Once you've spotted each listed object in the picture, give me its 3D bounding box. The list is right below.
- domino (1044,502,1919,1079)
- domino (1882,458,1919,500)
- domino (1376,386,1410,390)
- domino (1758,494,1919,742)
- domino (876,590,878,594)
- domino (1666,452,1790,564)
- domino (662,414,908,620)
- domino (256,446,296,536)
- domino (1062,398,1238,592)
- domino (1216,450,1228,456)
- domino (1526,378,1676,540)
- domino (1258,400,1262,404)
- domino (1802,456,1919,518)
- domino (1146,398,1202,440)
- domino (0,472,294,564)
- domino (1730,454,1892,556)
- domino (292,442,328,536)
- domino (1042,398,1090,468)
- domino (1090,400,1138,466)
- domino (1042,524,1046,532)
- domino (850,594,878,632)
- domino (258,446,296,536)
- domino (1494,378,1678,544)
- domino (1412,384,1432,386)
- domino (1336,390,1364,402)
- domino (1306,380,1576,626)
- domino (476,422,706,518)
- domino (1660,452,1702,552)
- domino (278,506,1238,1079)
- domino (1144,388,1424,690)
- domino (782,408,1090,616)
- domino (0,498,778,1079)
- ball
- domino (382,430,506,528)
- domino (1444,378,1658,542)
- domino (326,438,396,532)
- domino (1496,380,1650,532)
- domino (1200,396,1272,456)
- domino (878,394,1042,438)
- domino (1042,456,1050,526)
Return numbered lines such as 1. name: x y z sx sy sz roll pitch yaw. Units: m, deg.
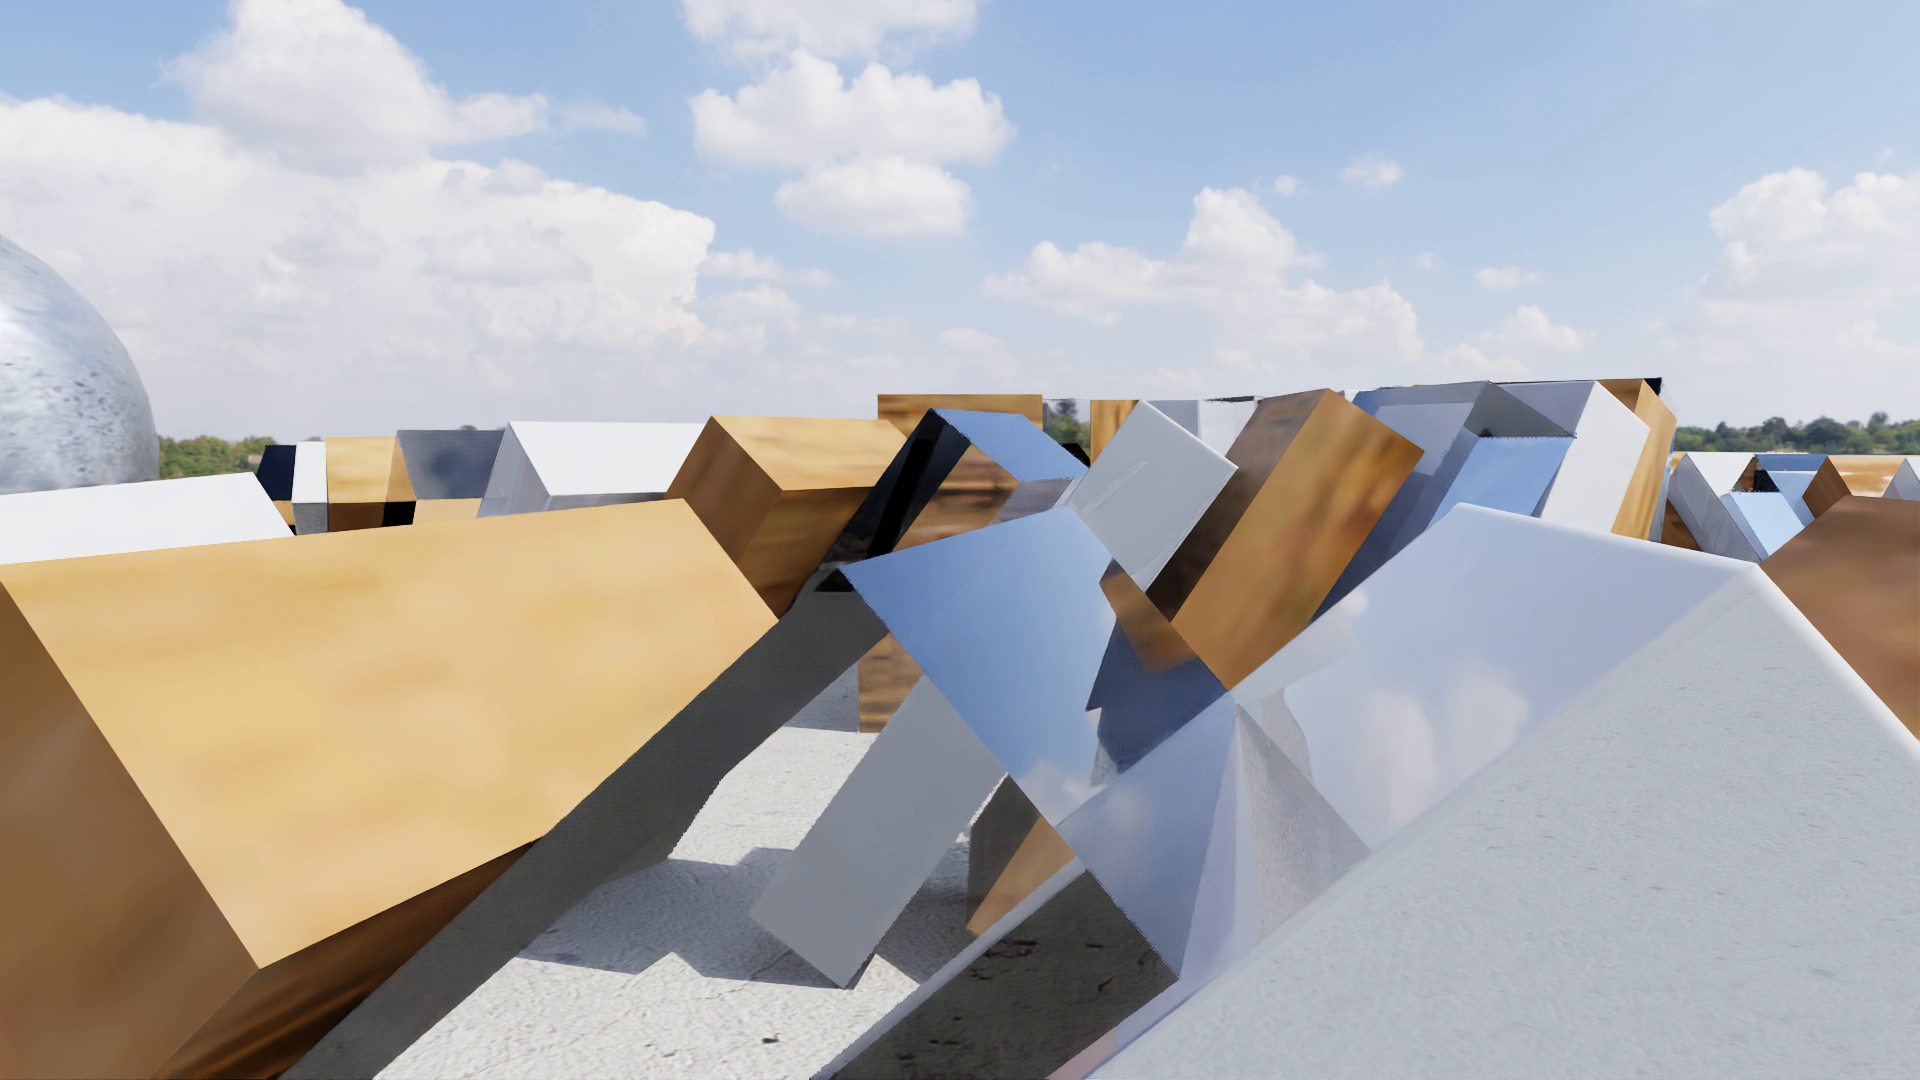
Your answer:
1. domino: 0.001 0.019 0.040 0.050 0.010 0.025 -42 -3 10
2. domino: 0.155 0.009 0.181 0.025 0.009 0.050 1 46 8
3. domino: 0.075 0.003 0.192 0.025 0.050 0.009 0 -8 -4
4. domino: 0.017 0.019 0.039 0.050 0.010 0.025 -42 0 7
5. domino: -0.029 0.000 0.298 0.050 0.009 0.025 44 -11 -16
6. domino: 0.149 0.005 0.227 0.025 0.009 0.050 0 47 -7
7. domino: -0.024 0.011 0.122 0.009 0.050 0.025 45 24 21
8. domino: -0.076 0.008 0.177 0.025 0.050 0.009 -1 49 -8
9. domino: 0.006 0.011 0.118 0.009 0.050 0.025 36 9 5
10. domino: 0.077 -0.001 0.304 0.050 0.010 0.025 49 26 21
11. domino: 0.058 0.007 0.140 0.009 0.050 0.025 29 -14 -37
12. domino: 0.064 0.001 0.218 0.025 0.050 0.009 -3 -1 -38
13. domino: 0.154 0.008 0.197 0.025 0.010 0.050 0 46 2
14. domino: 0.040 0.000 0.232 0.010 0.050 0.025 1 4 18
15. domino: -0.044 0.018 0.044 0.050 0.009 0.025 -44 -12 25
16. domino: 0.152 0.006 0.212 0.025 0.010 0.050 0 47 -3
17. domino: -0.068 0.009 0.163 0.025 0.050 0.009 -2 48 -21
18. domino: 0.011 0.000 0.227 0.010 0.050 0.025 -4 6 -38
19. domino: 0.025 0.000 0.233 0.010 0.050 0.025 -1 4 -12
20. domino: 0.016 -0.002 0.313 0.050 0.009 0.025 43 3 -3
21. domino: -0.042 0.000 0.290 0.050 0.010 0.025 45 -17 -22
22. domino: -0.080 0.007 0.191 0.025 0.050 0.010 -1 49 2
23. domino: 0.067 0.006 0.151 0.025 0.050 0.010 4 -16 41
24. domino: 0.076 0.004 0.178 0.025 0.050 0.009 1 -11 8
25. domino: 0.071 0.002 0.205 0.025 0.050 0.009 -1 -4 -15
26. domino: 0.035 0.009 0.122 0.009 0.050 0.025 30 0 -9
27. domino: -0.038 0.011 0.129 0.025 0.050 0.009 -4 46 -44
28. domino: 0.145 0.004 0.241 0.025 0.010 0.050 0 47 -13
29. domino: -0.014 0.019 0.041 0.050 0.009 0.025 -42 -7 14
30. domino: 0.021 0.010 0.119 0.009 0.050 0.025 33 4 -1
31. domino: -0.009 0.011 0.119 0.009 0.050 0.025 40 16 13
32. domino: -0.029 0.019 0.043 0.050 0.009 0.025 -42 -9 18
33. ball: -0.163 -0.011 0.186 0.080 0.080 0.080 0 4 0
34. domino: -0.050 0.010 0.139 0.025 0.050 0.009 -3 47 -35
35. domino: 0.073 0.005 0.163 0.025 0.050 0.010 3 -13 30
36. domino: -0.060 0.010 0.150 0.025 0.050 0.010 -2 48 -27
37. domino: 0.047 0.008 0.131 0.009 0.050 0.025 30 -9 -26
38. domino: 0.053 0.000 0.226 0.009 0.050 0.025 -2 3 33
39. domino: 0.000 0.002 0.201 0.025 0.050 0.010 0 4 0
40. domino: 0.032 -0.002 0.315 0.050 0.009 0.025 44 10 4
